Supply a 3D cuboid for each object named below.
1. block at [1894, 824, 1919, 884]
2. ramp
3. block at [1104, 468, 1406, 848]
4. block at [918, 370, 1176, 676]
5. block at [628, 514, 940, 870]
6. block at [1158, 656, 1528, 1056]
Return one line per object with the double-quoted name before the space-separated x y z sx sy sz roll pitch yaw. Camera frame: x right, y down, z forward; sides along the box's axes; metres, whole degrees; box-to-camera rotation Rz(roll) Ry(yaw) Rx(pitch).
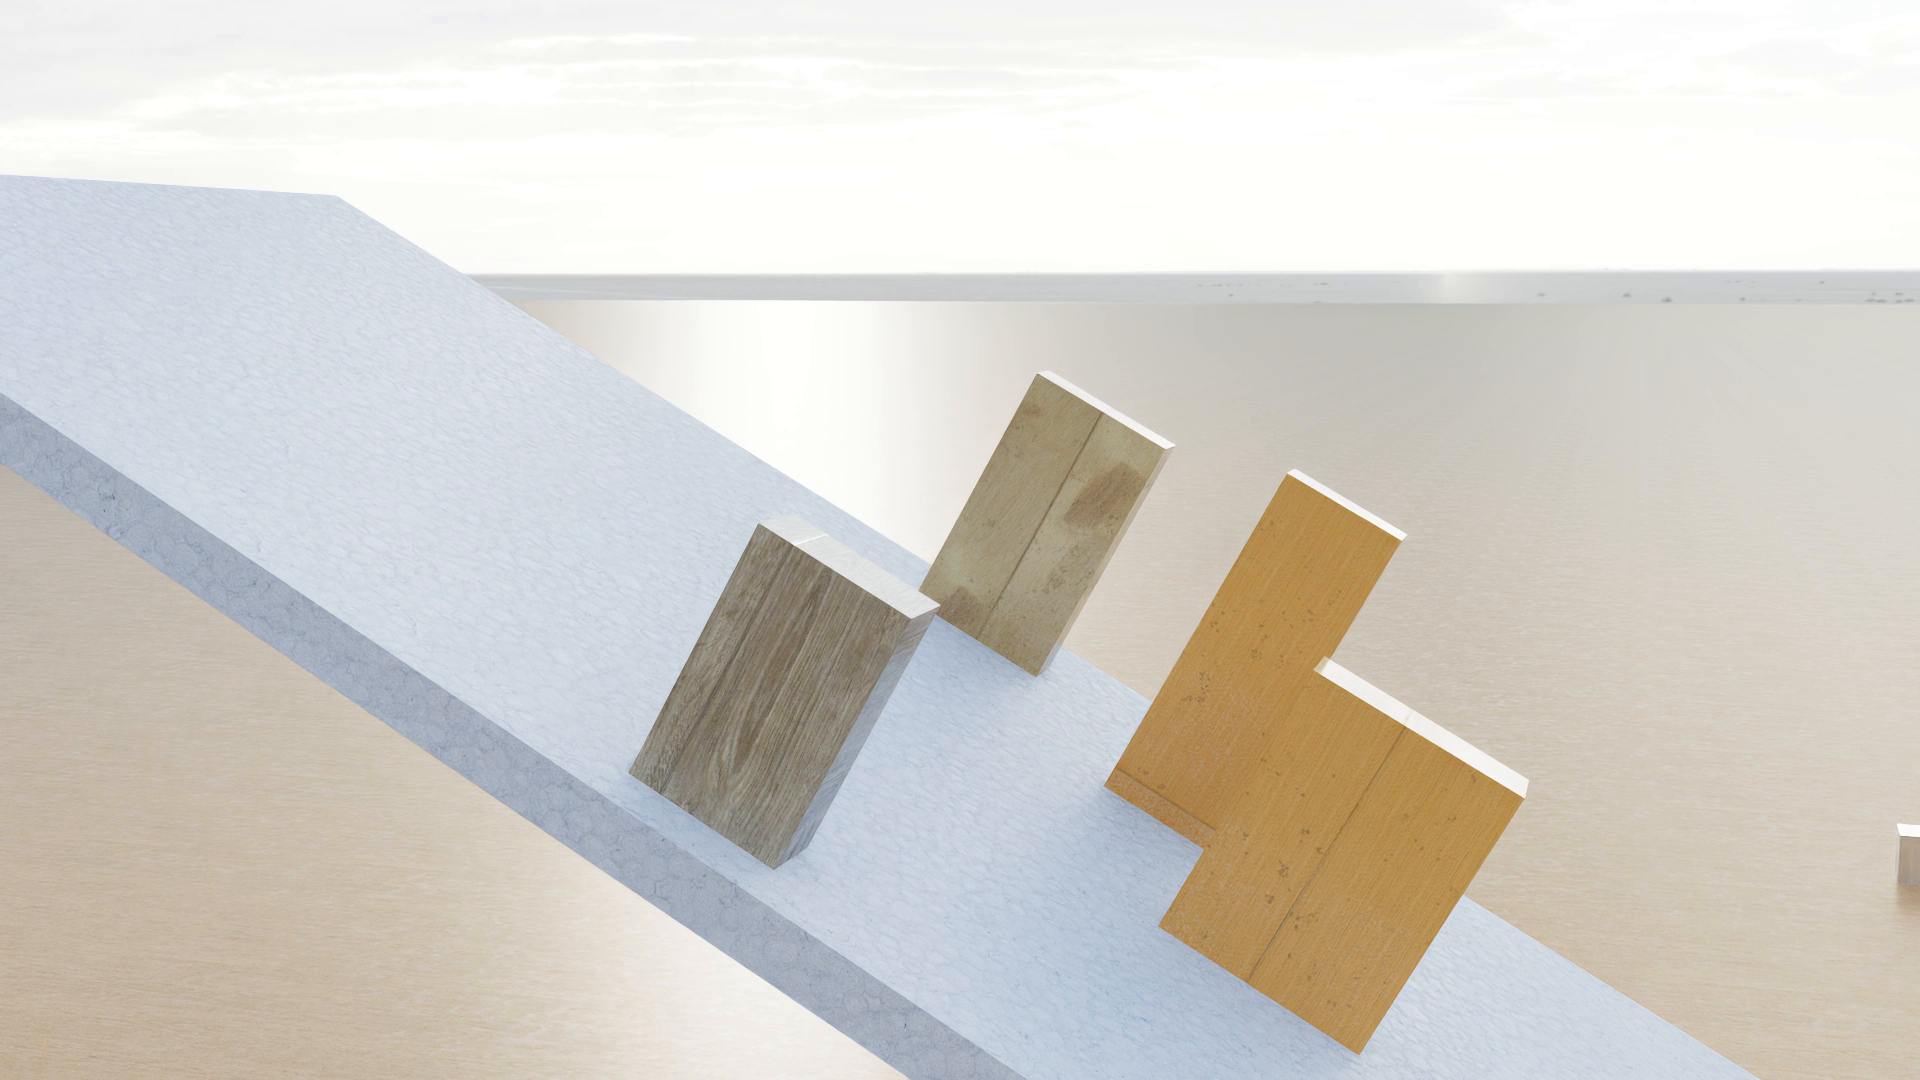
"block" 2.953 0.966 6.737 0.150 0.150 0.150 2 7 19
"ramp" -0.199 0.328 4.135 4.000 0.100 2.000 32 15 11
"block" 0.565 0.236 4.242 0.246 0.716 0.097 32 15 11
"block" 0.178 -0.035 4.740 0.319 0.571 0.102 32 15 11
"block" -0.263 0.223 3.278 0.267 0.440 0.137 32 15 11
"block" 0.650 0.535 3.749 0.398 0.529 0.136 32 15 11
